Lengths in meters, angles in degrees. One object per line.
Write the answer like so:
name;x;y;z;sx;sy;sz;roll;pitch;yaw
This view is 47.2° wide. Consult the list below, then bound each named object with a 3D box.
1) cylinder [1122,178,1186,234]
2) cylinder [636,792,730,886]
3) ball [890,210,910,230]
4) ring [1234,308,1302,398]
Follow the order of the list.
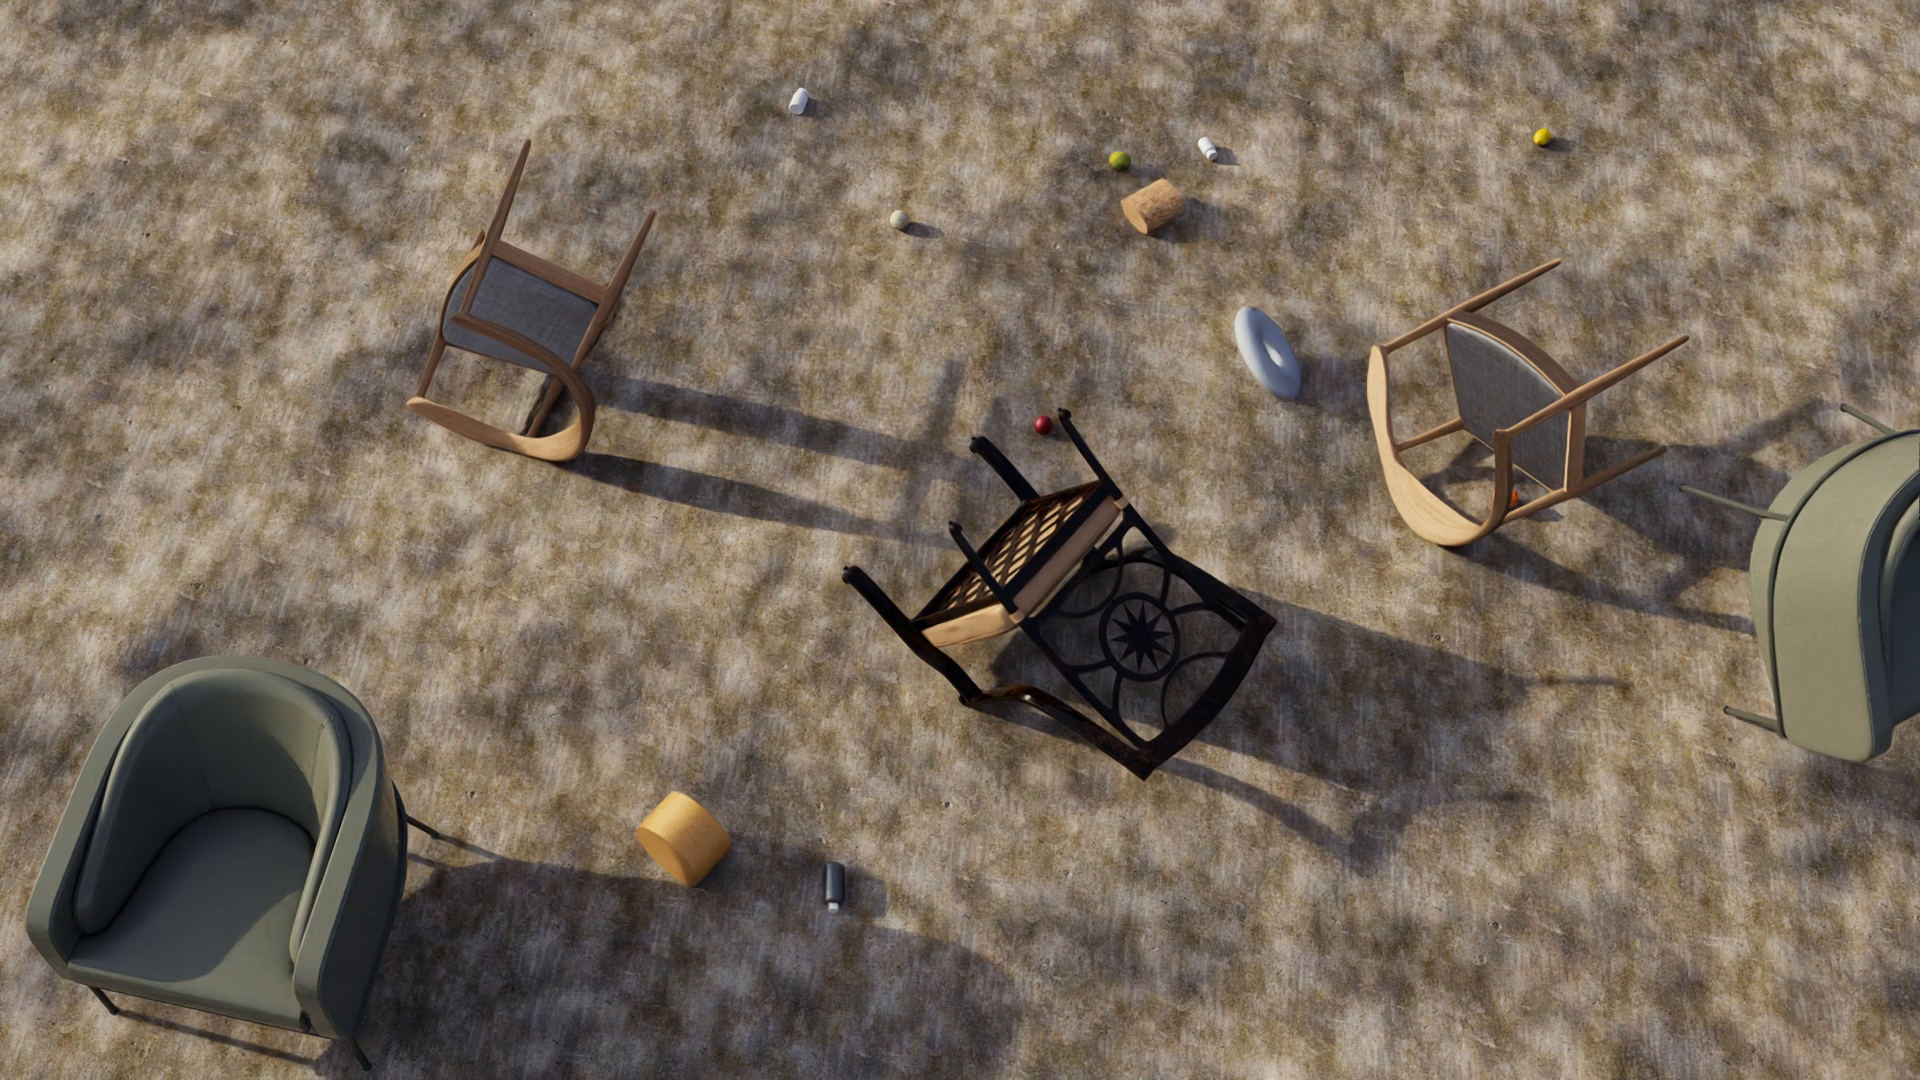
cylinder;0.640;-1.104;7.265;0.163;0.081;0.142;-31;71;-19
cylinder;-0.742;0.801;5.898;0.221;0.230;0.133;37;63;11
ball;-0.199;-1.055;7.244;0.063;0.063;0.063;0;56;0
ring;0.959;-0.582;6.839;0.322;0.072;0.234;59;37;-2
